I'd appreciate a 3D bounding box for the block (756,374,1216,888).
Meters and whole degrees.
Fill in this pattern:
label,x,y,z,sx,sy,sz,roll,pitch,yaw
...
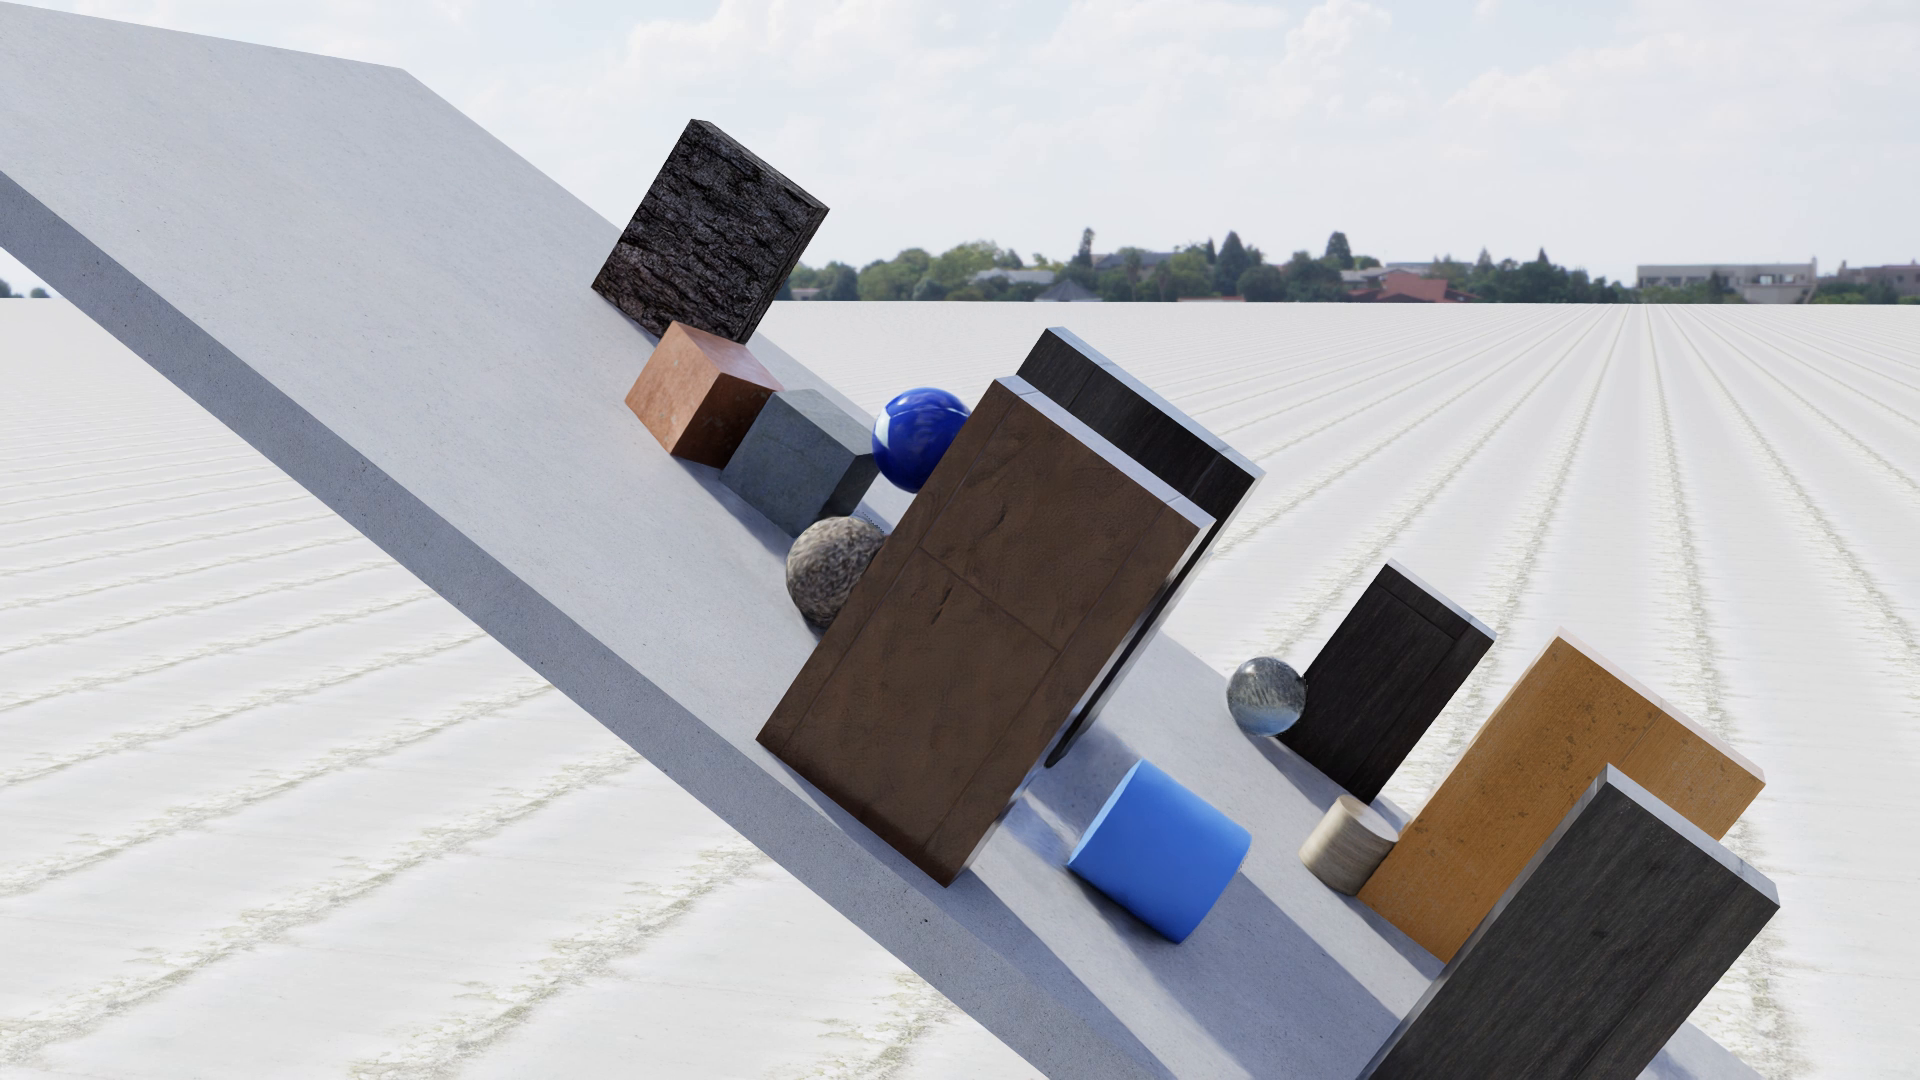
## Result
label,x,y,z,sx,sy,sz,roll,pitch,yaw
block,0.030,0.130,3.117,0.350,0.636,0.116,37,15,10

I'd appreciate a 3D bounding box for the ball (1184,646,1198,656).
label,x,y,z,sx,sy,sz,roll,pitch,yaw
ball,0.502,0.341,5.270,0.186,0.186,0.186,0,7,0

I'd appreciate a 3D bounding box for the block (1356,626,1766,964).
label,x,y,z,sx,sy,sz,roll,pitch,yaw
block,1.107,0.546,4.084,0.443,0.624,0.124,37,15,10

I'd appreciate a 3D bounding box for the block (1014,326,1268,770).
label,x,y,z,sx,sy,sz,roll,pitch,yaw
block,0.166,0.012,3.788,0.433,0.618,0.117,37,15,10

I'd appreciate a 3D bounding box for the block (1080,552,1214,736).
label,x,y,z,sx,sy,sz,roll,pitch,yaw
block,0.159,0.061,4.022,0.445,0.410,0.091,37,15,10

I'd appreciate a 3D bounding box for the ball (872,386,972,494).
label,x,y,z,sx,sy,sz,roll,pitch,yaw
ball,-0.062,-0.182,4.049,0.201,0.201,0.201,0,7,0

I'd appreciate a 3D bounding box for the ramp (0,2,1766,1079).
label,x,y,z,sx,sy,sz,roll,pitch,yaw
ramp,-0.104,0.181,4.088,4.000,0.100,2.000,37,15,10

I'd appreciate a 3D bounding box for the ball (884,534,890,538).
label,x,y,z,sx,sy,sz,roll,pitch,yaw
ball,-0.131,0.050,4.000,0.121,0.121,0.121,0,7,0

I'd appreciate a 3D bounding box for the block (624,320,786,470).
label,x,y,z,sx,sy,sz,roll,pitch,yaw
block,-0.476,-0.267,4.143,0.185,0.185,0.185,16,23,-48

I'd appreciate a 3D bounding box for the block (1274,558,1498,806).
label,x,y,z,sx,sy,sz,roll,pitch,yaw
block,0.903,0.304,4.732,0.277,0.450,0.104,37,15,10

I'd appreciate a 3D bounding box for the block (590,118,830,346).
label,x,y,z,sx,sy,sz,roll,pitch,yaw
block,-0.529,-0.616,4.645,0.329,0.423,0.099,37,15,10

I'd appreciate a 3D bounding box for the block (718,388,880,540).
label,x,y,z,sx,sy,sz,roll,pitch,yaw
block,-0.287,-0.142,4.126,0.199,0.199,0.199,37,16,12

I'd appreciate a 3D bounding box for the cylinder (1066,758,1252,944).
label,x,y,z,sx,sy,sz,roll,pitch,yaw
cylinder,0.311,0.484,3.431,0.208,0.208,0.208,35,11,4

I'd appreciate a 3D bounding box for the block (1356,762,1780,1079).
label,x,y,z,sx,sy,sz,roll,pitch,yaw
block,0.873,0.669,3.216,0.287,0.631,0.125,37,15,10

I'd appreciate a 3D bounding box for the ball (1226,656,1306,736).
label,x,y,z,sx,sy,sz,roll,pitch,yaw
ball,0.650,0.331,4.667,0.168,0.168,0.168,0,7,0

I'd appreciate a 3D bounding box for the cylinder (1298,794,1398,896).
label,x,y,z,sx,sy,sz,roll,pitch,yaw
cylinder,0.732,0.577,4.151,0.135,0.135,0.135,31,15,-10

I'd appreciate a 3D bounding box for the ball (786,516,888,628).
label,x,y,z,sx,sy,sz,roll,pitch,yaw
ball,-0.200,0.055,3.718,0.191,0.191,0.191,0,7,0
